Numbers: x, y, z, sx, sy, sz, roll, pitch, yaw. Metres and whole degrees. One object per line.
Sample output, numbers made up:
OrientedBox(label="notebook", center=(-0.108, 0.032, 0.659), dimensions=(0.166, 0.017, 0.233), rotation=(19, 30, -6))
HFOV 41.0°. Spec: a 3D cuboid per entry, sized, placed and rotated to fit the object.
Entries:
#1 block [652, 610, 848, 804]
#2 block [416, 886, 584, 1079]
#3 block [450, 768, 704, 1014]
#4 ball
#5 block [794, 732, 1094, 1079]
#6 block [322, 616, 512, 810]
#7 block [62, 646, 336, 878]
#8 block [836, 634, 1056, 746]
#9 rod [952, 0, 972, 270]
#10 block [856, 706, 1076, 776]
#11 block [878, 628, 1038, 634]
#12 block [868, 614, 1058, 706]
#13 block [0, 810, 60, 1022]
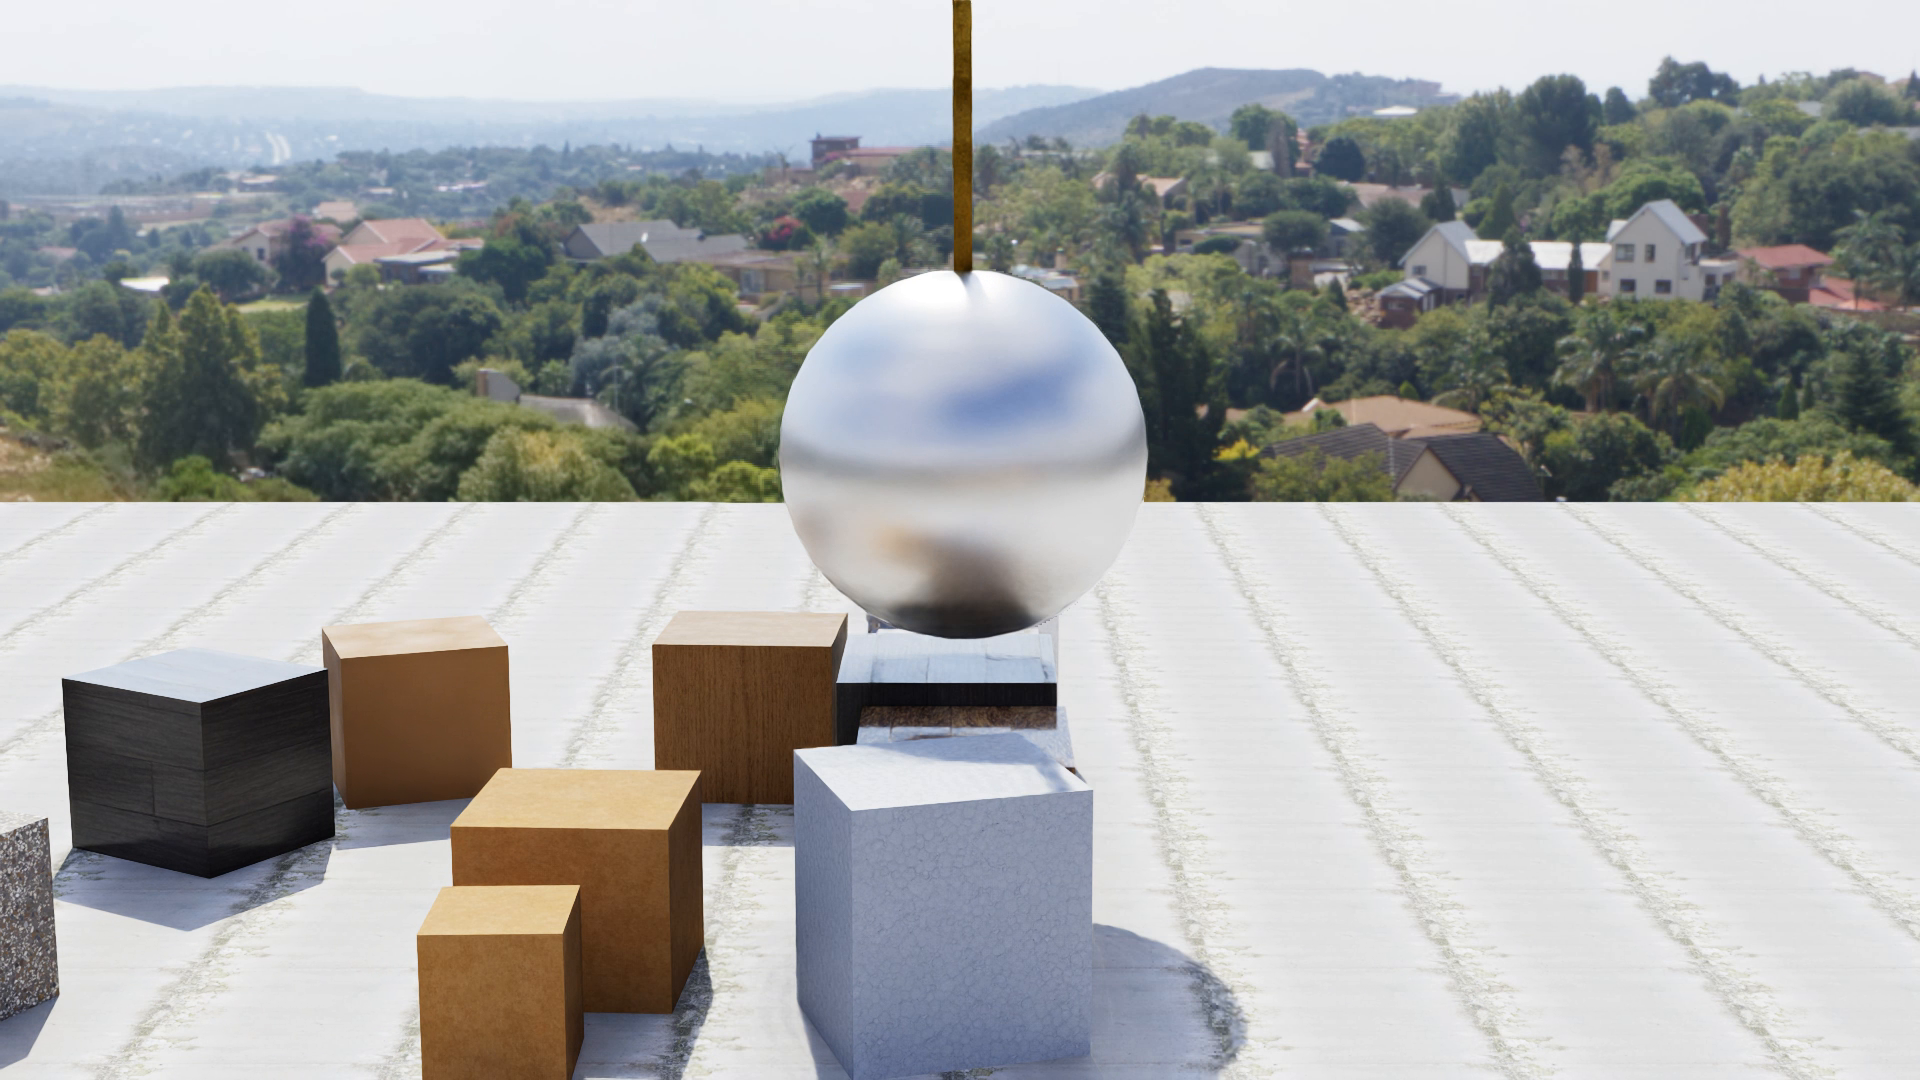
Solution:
OrientedBox(label="block", center=(-1.031, 0.825, 12.814), dimensions=(0.869, 0.791, 0.788), rotation=(1, 10, 3))
OrientedBox(label="block", center=(-1.628, 1.597, 9.147), dimensions=(0.500, 0.585, 0.535), rotation=(0, 10, -2))
OrientedBox(label="block", center=(-1.479, 1.360, 10.061), dimensions=(0.822, 0.725, 0.818), rotation=(1, 10, 3))
OrientedBox(label="ball", center=(0.014, -0.368, 11.113), dimensions=(1.600, 1.600, 1.600), rotation=(0, 10, 0))
OrientedBox(label="block", center=(-0.076, 1.328, 9.483), dimensions=(0.890, 0.994, 0.849), rotation=(-3, 11, -17))
OrientedBox(label="block", center=(-2.718, 0.845, 12.822), dimensions=(0.804, 0.750, 0.767), rotation=(-4, 11, -20))
OrientedBox(label="block", center=(-3.497, 1.003, 11.810), dimensions=(0.901, 0.800, 0.764), rotation=(6, 12, 31))
OrientedBox(label="block", center=(-0.053, 0.986, 11.515), dimensions=(0.941, 0.941, 0.968), rotation=(0, 10, 0))
OrientedBox(label="rod", center=(0.006, -3.714, 10.505), dimensions=(0.080, 5.200, 0.080), rotation=(0, 10, 0))
OrientedBox(label="block", center=(0.016, 1.211, 10.558), dimensions=(0.867, 0.840, 0.980), rotation=(0, 10, 0))
OrientedBox(label="block", center=(-0.009, 0.899, 12.423), dimensions=(0.797, 0.786, 0.812), rotation=(0, 10, 0))
OrientedBox(label="block", center=(0.025, 0.720, 13.294), dimensions=(0.843, 0.826, 0.701), rotation=(3, 11, 14))
OrientedBox(label="block", center=(-4.014, 1.446, 9.623), dimensions=(0.808, 0.712, 0.839), rotation=(5, 11, 23))
